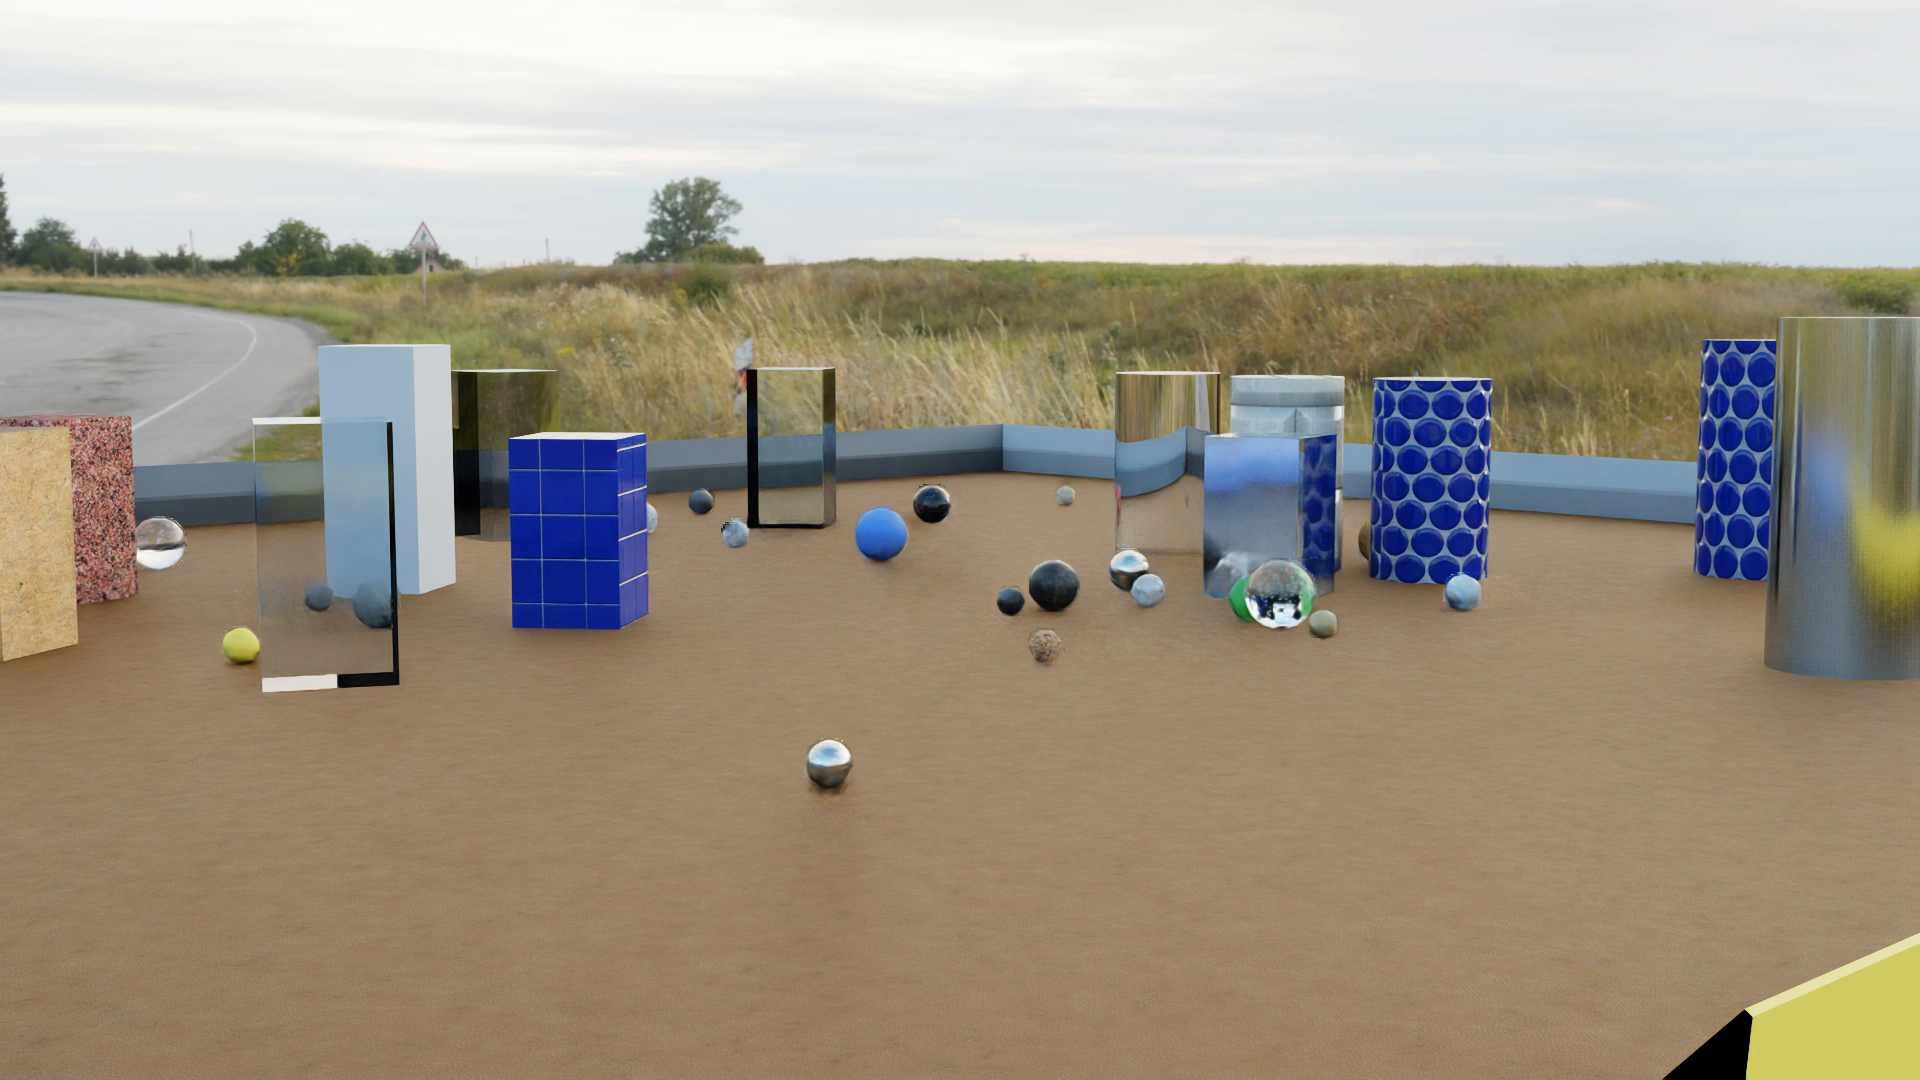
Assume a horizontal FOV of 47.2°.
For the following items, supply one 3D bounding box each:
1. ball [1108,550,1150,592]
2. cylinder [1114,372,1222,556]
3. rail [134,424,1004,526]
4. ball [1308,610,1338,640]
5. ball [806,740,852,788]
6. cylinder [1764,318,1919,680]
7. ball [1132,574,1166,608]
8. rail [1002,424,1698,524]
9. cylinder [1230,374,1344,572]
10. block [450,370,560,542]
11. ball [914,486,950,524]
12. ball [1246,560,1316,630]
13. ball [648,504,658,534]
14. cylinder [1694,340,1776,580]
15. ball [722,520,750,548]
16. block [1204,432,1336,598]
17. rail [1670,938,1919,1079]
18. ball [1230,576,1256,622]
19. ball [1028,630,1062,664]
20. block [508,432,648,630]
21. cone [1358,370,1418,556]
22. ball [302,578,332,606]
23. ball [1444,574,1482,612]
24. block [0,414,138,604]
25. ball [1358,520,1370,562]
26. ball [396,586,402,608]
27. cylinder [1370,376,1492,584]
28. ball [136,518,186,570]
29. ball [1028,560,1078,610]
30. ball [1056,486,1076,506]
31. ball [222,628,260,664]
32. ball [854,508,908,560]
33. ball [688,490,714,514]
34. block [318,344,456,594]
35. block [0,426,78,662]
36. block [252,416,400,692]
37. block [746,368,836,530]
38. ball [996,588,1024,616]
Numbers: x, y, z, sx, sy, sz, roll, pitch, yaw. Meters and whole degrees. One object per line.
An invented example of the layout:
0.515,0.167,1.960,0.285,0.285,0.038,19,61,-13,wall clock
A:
0.268,0.049,3.480,0.065,0.065,0.065,0,6,0,ball
0.382,-0.144,4.057,0.194,0.328,0.194,0,6,0,cylinder
-1.315,-0.116,4.750,3.949,0.126,0.045,-6,8,-42,rail
0.491,0.114,2.975,0.040,0.040,0.040,0,6,0,ball
-0.122,0.209,2.054,0.044,0.044,0.044,0,6,0,ball
1.105,-0.057,2.720,0.194,0.434,0.194,0,6,0,cylinder
0.283,0.076,3.293,0.050,0.050,0.050,0,6,0,ball
1.434,-0.105,4.648,0.045,0.126,3.926,-6,8,-42,rail
0.560,-0.116,3.781,0.194,0.330,0.194,0,6,0,cylinder
-0.890,-0.168,4.301,0.155,0.325,0.155,-6,8,-44,block
-0.058,-0.074,4.587,0.078,0.078,0.078,0,6,0,ball
0.446,0.076,3.067,0.097,0.097,0.097,0,6,0,ball
-0.630,-0.042,4.344,0.065,0.065,0.065,0,6,0,ball
1.341,-0.139,3.694,0.194,0.393,0.194,0,6,0,cylinder
-0.419,-0.011,4.113,0.051,0.051,0.051,0,6,0,ball
0.484,-0.039,3.433,0.155,0.250,0.155,4,7,31,block
1.315,0.182,1.914,3.949,0.126,0.045,-6,8,-42,rail
0.418,0.084,3.149,0.064,0.064,0.064,0,6,0,ball
0.108,0.134,2.776,0.042,0.042,0.042,0,6,0,ball
-0.542,-0.016,3.139,0.155,0.265,0.155,1,6,7,block
0.821,-0.140,3.971,0.194,0.338,0.194,0,6,0,cone
-0.964,0.079,3.300,0.042,0.042,0.042,0,6,0,ball
0.744,0.078,3.252,0.054,0.054,0.054,0,6,0,ball
-1.385,-0.049,3.380,0.155,0.280,0.155,3,7,25,block
0.737,0.001,3.807,0.092,0.092,0.092,0,6,0,ball
-0.831,0.084,3.129,0.069,0.069,0.069,0,6,0,ball
0.782,-0.103,3.656,0.194,0.330,0.194,0,6,0,cylinder
-1.375,0.006,3.770,0.090,0.090,0.090,0,6,0,ball
0.139,0.067,3.262,0.075,0.075,0.075,0,6,0,ball
0.241,-0.099,4.993,0.044,0.044,0.044,0,6,0,ball
-0.907,0.133,2.775,0.044,0.044,0.044,0,6,0,ball
-0.140,-0.010,3.902,0.093,0.093,0.093,0,6,0,ball
-0.562,-0.082,4.774,0.054,0.054,0.054,0,6,0,ball
-0.912,-0.116,3.510,0.155,0.387,0.155,1,6,8,block
-1.272,0.001,2.868,0.155,0.289,0.155,1,6,13,block
-0.764,0.012,2.646,0.155,0.313,0.155,-2,6,-18,block
-0.346,-0.192,4.533,0.155,0.323,0.155,1,6,7,block
0.074,0.090,3.208,0.040,0.040,0.040,0,6,0,ball
